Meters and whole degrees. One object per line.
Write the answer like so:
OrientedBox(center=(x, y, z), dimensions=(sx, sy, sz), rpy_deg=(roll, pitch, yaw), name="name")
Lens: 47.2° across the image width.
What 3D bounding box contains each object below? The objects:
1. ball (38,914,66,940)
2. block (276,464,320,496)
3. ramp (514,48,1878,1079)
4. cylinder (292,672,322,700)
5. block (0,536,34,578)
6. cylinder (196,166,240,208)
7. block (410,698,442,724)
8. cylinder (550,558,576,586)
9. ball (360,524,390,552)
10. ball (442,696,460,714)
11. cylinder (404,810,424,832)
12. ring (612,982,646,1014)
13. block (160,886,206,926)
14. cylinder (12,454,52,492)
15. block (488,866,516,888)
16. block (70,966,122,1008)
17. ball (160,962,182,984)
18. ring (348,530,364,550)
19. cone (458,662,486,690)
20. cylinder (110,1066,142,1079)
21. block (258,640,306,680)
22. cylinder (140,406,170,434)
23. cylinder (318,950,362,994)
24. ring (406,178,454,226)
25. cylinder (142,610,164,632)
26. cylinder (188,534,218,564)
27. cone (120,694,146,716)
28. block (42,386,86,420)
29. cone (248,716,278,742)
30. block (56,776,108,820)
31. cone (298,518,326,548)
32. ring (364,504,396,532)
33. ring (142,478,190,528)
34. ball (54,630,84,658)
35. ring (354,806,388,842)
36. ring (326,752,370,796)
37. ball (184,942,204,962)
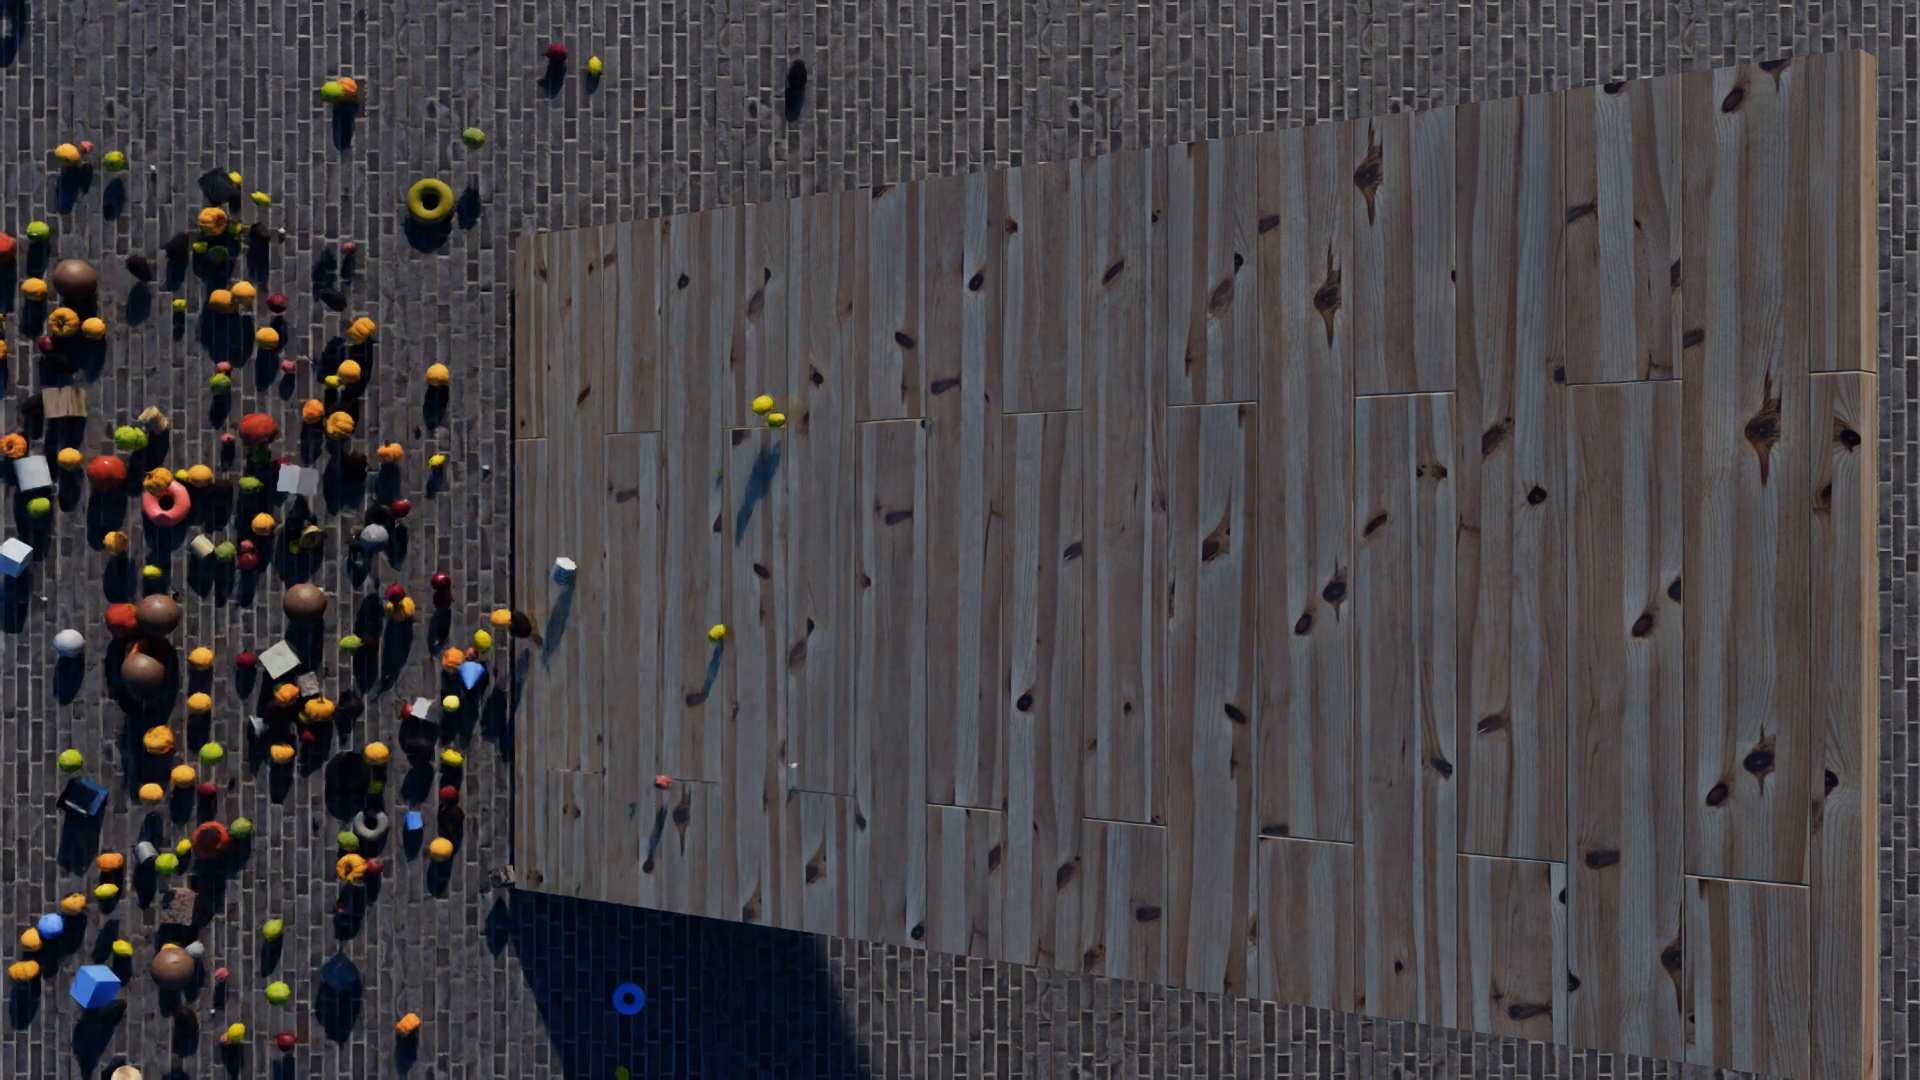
OrientedBox(center=(-2.804, 1.192, 6.786), dimensions=(0.079, 0.079, 0.079), rpy_deg=(0, 90, 0), name="ball")
OrientedBox(center=(-2.029, -0.183, 6.741), dimensions=(0.083, 0.083, 0.083), rpy_deg=(8, 88, 28), name="block")
OrientedBox(center=(0.214, 0.062, 5.529), dimensions=(4.000, 0.100, 2.000), rpy_deg=(0, 90, 39), name="ramp")
OrientedBox(center=(-2.018, 0.449, 6.795), dimensions=(0.069, 0.069, 0.069), rpy_deg=(-19, 90, 0), name="cylinder")
OrientedBox(center=(-2.914, 0.053, 6.772), dimensions=(0.075, 0.075, 0.075), rpy_deg=(27, 132, -6), name="block")
OrientedBox(center=(-2.278, -1.084, 6.753), dimensions=(0.092, 0.092, 0.092), rpy_deg=(-32, 102, 0), name="cylinder")
OrientedBox(center=(-1.644, 0.525, 6.778), dimensions=(0.057, 0.057, 0.057), rpy_deg=(15, 78, 28), name="block")
OrientedBox(center=(-1.184, 0.093, 6.555), dimensions=(0.060, 0.060, 0.060), rpy_deg=(30, 116, 0), name="cylinder")
OrientedBox(center=(-1.786, -0.005, 6.704), dimensions=(0.087, 0.087, 0.087), rpy_deg=(0, 90, 0), name="ball")
OrientedBox(center=(-1.572, 0.508, 6.798), dimensions=(0.055, 0.055, 0.055), rpy_deg=(0, 90, 0), name="ball")
OrientedBox(center=(-1.690, 0.868, 6.802), dimensions=(0.051, 0.051, 0.051), rpy_deg=(-25, 65, 0), name="cylinder")
OrientedBox(center=(-1.025, 1.420, 6.807), dimensions=(0.102, 0.034, 0.102), rpy_deg=(0, 90, 2), name="ring")
OrientedBox(center=(-2.395, 1.129, 6.779), dimensions=(0.094, 0.094, 0.094), rpy_deg=(8, 90, 0), name="block")
OrientedBox(center=(-2.861, -0.204, 6.785), dimensions=(0.097, 0.097, 0.097), rpy_deg=(-14, 89, 0), name="cylinder")
OrientedBox(center=(-1.403, 1.034, 6.745), dimensions=(0.053, 0.053, 0.053), rpy_deg=(-28, 72, 36), name="block")
OrientedBox(center=(-2.656, 1.373, 6.756), dimensions=(0.092, 0.092, 0.092), rpy_deg=(30, 98, 30), name="block")
OrientedBox(center=(-2.437, 1.338, 6.792), dimensions=(0.066, 0.066, 0.066), rpy_deg=(0, 90, 0), name="ball")
OrientedBox(center=(-1.854, -0.001, 6.803), dimensions=(0.079, 0.026, 0.079), rpy_deg=(-9, 47, 10), name="ring")
OrientedBox(center=(-1.504, 0.433, 6.751), dimensions=(0.083, 0.083, 0.083), rpy_deg=(-2, 133, -2), name="cone")
OrientedBox(center=(-2.564, 1.670, 6.742), dimensions=(0.088, 0.088, 0.088), rpy_deg=(17, 49, -21), name="cylinder")
OrientedBox(center=(-2.092, 0.369, 6.787), dimensions=(0.088, 0.088, 0.088), rpy_deg=(-33, 90, 0), name="block")
OrientedBox(center=(-2.489, -0.369, 6.791), dimensions=(0.063, 0.063, 0.063), rpy_deg=(-28, 130, 0), name="cylinder")
OrientedBox(center=(-1.910, 1.330, 6.776), dimensions=(0.096, 0.096, 0.096), rpy_deg=(-38, 90, 0), name="cylinder")
OrientedBox(center=(-1.641, -1.046, 6.816), dimensions=(0.148, 0.049, 0.148), rpy_deg=(0, 91, -1), name="ring")
OrientedBox(center=(-2.495, 0.248, 6.804), dimensions=(0.055, 0.055, 0.055), rpy_deg=(16, 90, 0), name="cylinder")
OrientedBox(center=(-2.342, 0.027, 6.801), dimensions=(0.063, 0.063, 0.063), rpy_deg=(44, 90, 1), name="cylinder")
OrientedBox(center=(-2.513, 0.486, 6.722), dimensions=(0.076, 0.076, 0.076), rpy_deg=(8, 117, 16), name="cone")
OrientedBox(center=(-2.765, -0.422, 6.788), dimensions=(0.090, 0.090, 0.090), rpy_deg=(-6, 90, 4), name="block")
OrientedBox(center=(-2.150, 0.572, 6.811), dimensions=(0.083, 0.083, 0.083), rpy_deg=(-17, 90, -27), name="cone")
OrientedBox(center=(-2.706, 0.795, 6.781), dimensions=(0.093, 0.093, 0.093), rpy_deg=(29, 90, 0), name="block")
OrientedBox(center=(-2.019, -0.036, 6.814), dimensions=(0.085, 0.085, 0.085), rpy_deg=(-29, 63, 0), name="cone")
OrientedBox(center=(-1.799, -0.066, 6.817), dimensions=(0.098, 0.033, 0.098), rpy_deg=(0, 89, 0), name="ring")
OrientedBox(center=(-2.457, -0.115, 6.810), dimensions=(0.150, 0.050, 0.150), rpy_deg=(0, 90, 1), name="ring")
OrientedBox(center=(-2.750, 0.320, 6.786), dimensions=(0.090, 0.090, 0.090), rpy_deg=(0, 90, 0), name="ball")
OrientedBox(center=(-1.824, 0.880, 6.810), dimensions=(0.107, 0.036, 0.107), rpy_deg=(0, 88, 0), name="ring")
OrientedBox(center=(-1.894, 0.724, 6.806), dimensions=(0.139, 0.046, 0.139), rpy_deg=(0, 90, -1), name="ring")
OrientedBox(center=(-2.360, 1.268, 6.778), dimensions=(0.061, 0.061, 0.061), rpy_deg=(0, 90, 0), name="ball")
